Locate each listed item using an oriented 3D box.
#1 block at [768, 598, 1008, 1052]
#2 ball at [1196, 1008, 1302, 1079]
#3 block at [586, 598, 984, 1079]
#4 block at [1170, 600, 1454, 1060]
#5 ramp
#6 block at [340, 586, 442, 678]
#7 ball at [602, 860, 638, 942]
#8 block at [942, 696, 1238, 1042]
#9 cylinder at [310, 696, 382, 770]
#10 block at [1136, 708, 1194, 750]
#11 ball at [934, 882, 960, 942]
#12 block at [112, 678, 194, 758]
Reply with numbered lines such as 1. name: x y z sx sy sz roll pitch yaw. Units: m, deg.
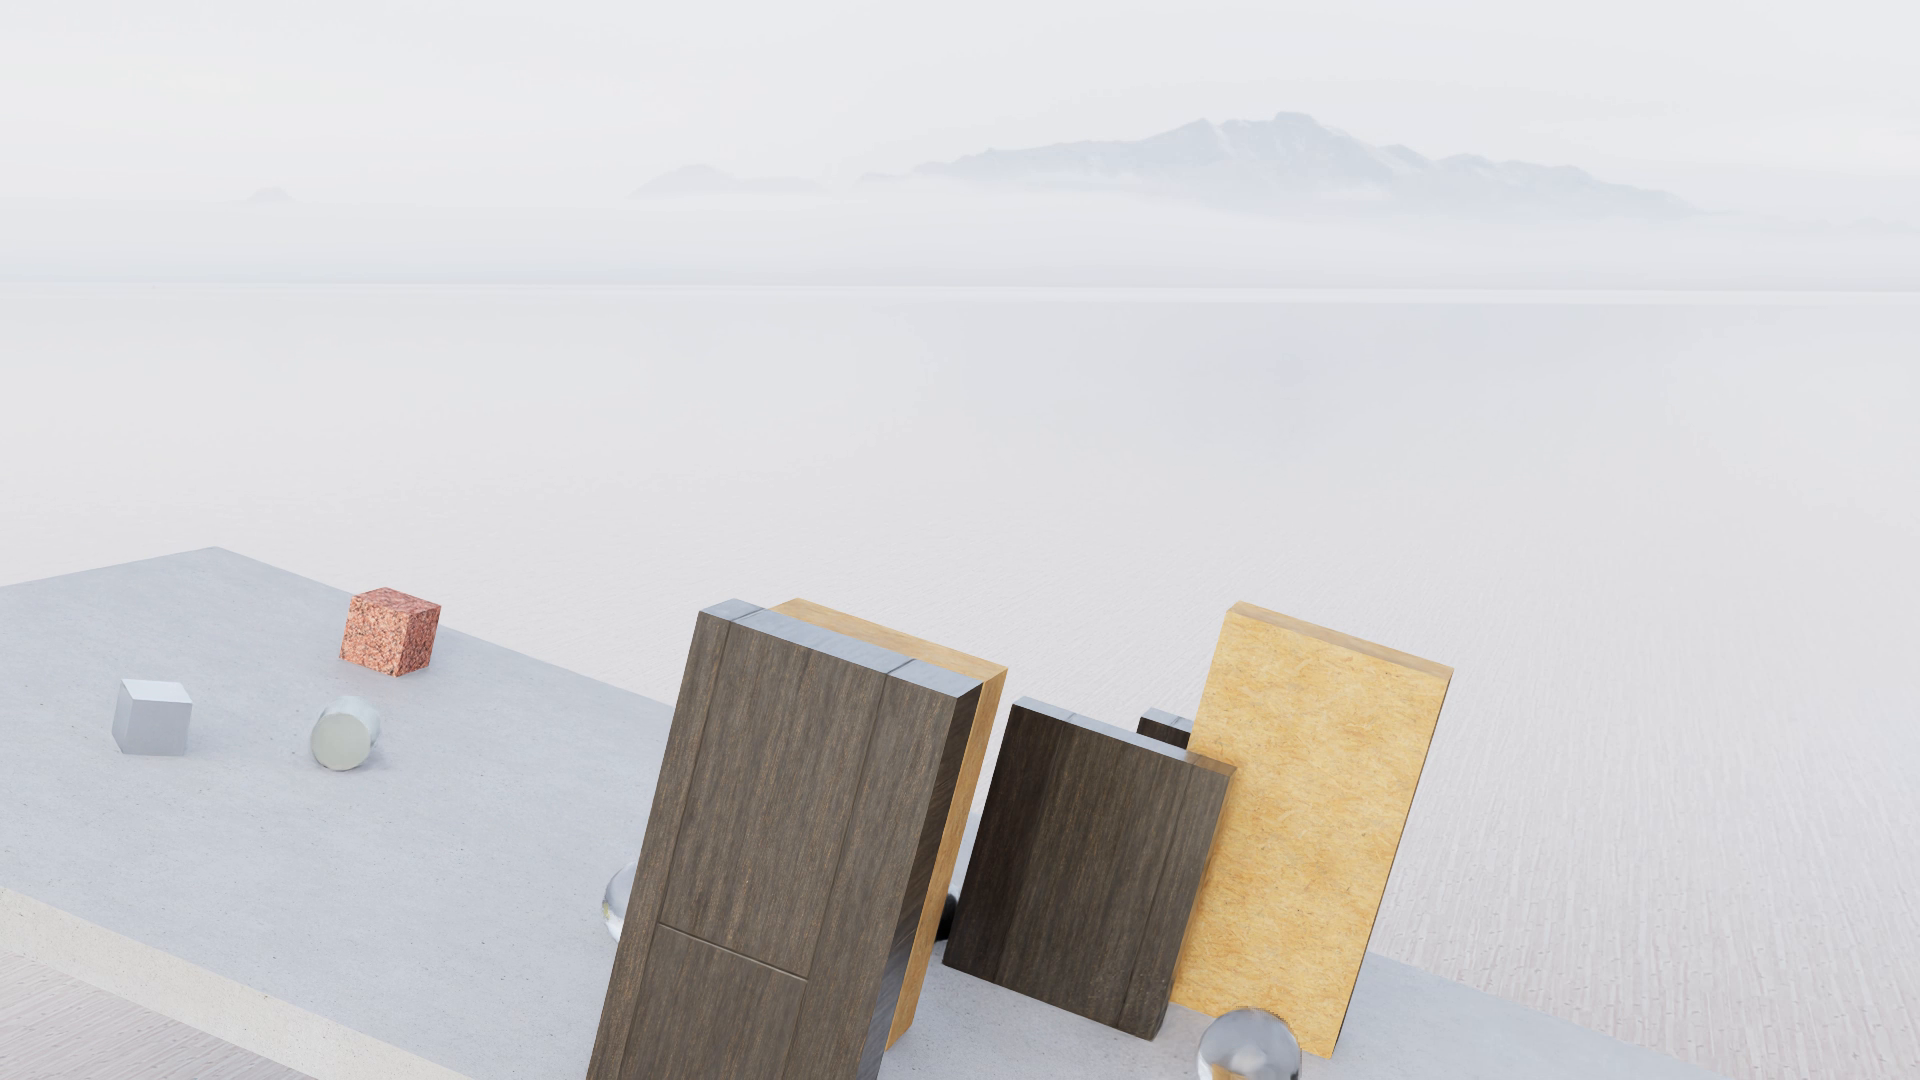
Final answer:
1. block: -0.206 0.488 3.817 0.400 0.676 0.141 18 11 14
2. ball: 0.511 0.922 3.893 0.184 0.184 0.184 0 7 0
3. block: -0.270 0.524 3.300 0.410 0.775 0.132 18 11 14
4. block: 0.632 0.560 4.286 0.433 0.780 0.141 18 11 14
5. ramp: -0.385 0.764 4.245 4.000 0.100 2.000 18 11 14
6. block: -1.321 0.212 5.102 0.150 0.150 0.150 17 11 13
7. ball: -0.547 0.649 3.893 0.172 0.172 0.172 0 7 0
8. block: 0.240 0.616 4.141 0.427 0.533 0.083 18 11 14
9. cylinder: -1.236 0.387 4.426 0.120 0.120 0.120 -1 13 -5
10. block: 0.524 0.623 4.803 0.366 0.409 0.110 18 11 14
11. ball: -0.052 0.721 4.296 0.128 0.128 0.128 0 7 0
12. block: -1.559 0.343 4.242 0.112 0.112 0.112 7 13 -34
